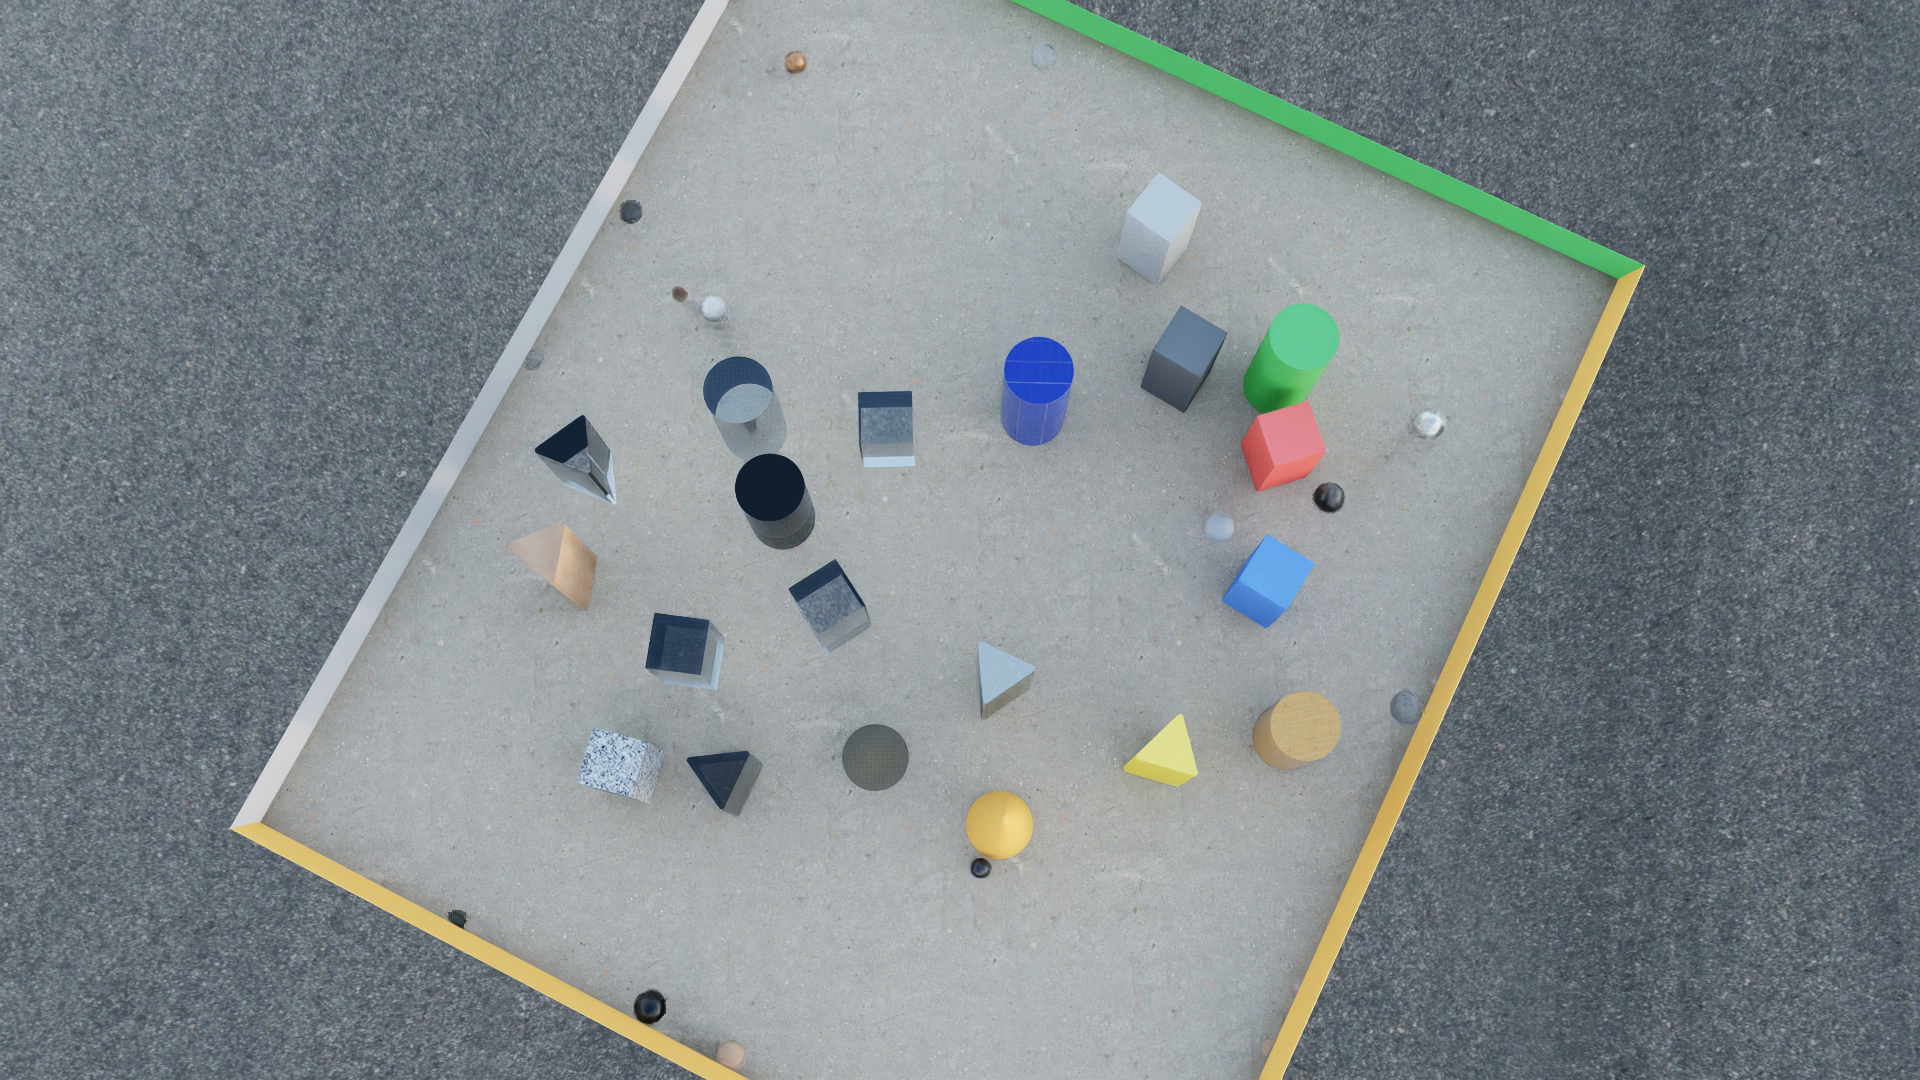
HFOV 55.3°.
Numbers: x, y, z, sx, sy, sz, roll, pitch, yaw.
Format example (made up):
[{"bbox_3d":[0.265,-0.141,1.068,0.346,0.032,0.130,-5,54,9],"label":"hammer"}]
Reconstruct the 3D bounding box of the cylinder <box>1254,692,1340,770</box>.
[{"bbox_3d":[0.978,0.558,5.339,0.200,0.317,0.200,0,78,0],"label":"cylinder"}]

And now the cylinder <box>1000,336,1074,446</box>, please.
[{"bbox_3d":[0.226,-0.437,5.466,0.200,0.472,0.200,0,78,0],"label":"cylinder"}]

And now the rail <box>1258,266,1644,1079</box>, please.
[{"bbox_3d":[1.329,0.657,5.413,0.045,0.130,3.432,26,80,5],"label":"rail"}]

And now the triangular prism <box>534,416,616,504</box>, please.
[{"bbox_3d":[-1.112,-0.251,5.462,0.173,0.405,0.150,22,79,4],"label":"triangular prism"}]

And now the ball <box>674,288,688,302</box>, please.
[{"bbox_3d":[-0.878,-0.771,5.753,0.045,0.045,0.045,0,78,0],"label":"ball"}]

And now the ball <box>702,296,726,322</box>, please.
[{"bbox_3d":[-0.769,-0.720,5.726,0.078,0.078,0.078,0,78,0],"label":"ball"}]

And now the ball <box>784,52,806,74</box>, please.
[{"bbox_3d":[-0.531,-1.537,5.901,0.067,0.067,0.067,0,78,0],"label":"ball"}]

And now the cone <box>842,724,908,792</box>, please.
[{"bbox_3d":[-0.253,0.620,5.334,0.200,0.303,0.200,0,78,0],"label":"cone"}]

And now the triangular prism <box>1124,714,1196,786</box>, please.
[{"bbox_3d":[0.592,0.596,5.277,0.173,0.424,0.150,16,79,3],"label":"triangular prism"}]

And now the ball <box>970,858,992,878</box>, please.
[{"bbox_3d":[0.062,0.964,5.386,0.061,0.061,0.061,0,78,0],"label":"ball"}]

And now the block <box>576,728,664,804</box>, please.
[{"bbox_3d":[-0.980,0.658,5.318,0.160,0.319,0.160,14,79,3],"label":"block"}]

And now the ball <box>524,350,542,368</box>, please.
[{"bbox_3d":[-1.329,-0.563,5.705,0.056,0.056,0.056,0,78,0],"label":"ball"}]

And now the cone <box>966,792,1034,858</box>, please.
[{"bbox_3d":[0.118,0.800,5.219,0.200,0.454,0.200,0,78,0],"label":"cone"}]

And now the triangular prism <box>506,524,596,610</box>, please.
[{"bbox_3d":[-1.159,0.057,5.366,0.173,0.468,0.150,38,81,7],"label":"triangular prism"}]

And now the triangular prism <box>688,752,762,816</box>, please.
[{"bbox_3d":[-0.651,0.673,5.288,0.150,0.370,0.173,-35,80,-7],"label":"triangular prism"}]

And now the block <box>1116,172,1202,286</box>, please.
[{"bbox_3d":[0.607,-0.949,5.623,0.160,0.373,0.160,37,81,7],"label":"block"}]

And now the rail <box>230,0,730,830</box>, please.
[{"bbox_3d":[-1.329,-0.644,5.683,0.045,0.130,3.432,26,80,5],"label":"rail"}]

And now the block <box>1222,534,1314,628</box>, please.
[{"bbox_3d":[0.906,0.126,5.413,0.160,0.348,0.160,32,80,6],"label":"block"}]

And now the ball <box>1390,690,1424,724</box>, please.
[{"bbox_3d":[1.333,0.498,5.463,0.100,0.100,0.100,0,78,0],"label":"ball"}]

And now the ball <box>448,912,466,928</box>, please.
[{"bbox_3d":[-1.473,1.115,5.360,0.051,0.051,0.051,0,78,0],"label":"ball"}]

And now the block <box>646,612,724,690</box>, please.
[{"bbox_3d":[-0.802,0.330,5.371,0.160,0.347,0.160,7,78,2],"label":"block"}]

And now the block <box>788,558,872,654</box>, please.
[{"bbox_3d":[-0.378,0.200,5.382,0.160,0.378,0.160,-32,80,-6],"label":"block"}]

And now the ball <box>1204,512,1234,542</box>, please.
[{"bbox_3d":[0.790,-0.041,5.579,0.090,0.090,0.090,0,78,0],"label":"ball"}]

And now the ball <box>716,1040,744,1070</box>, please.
[{"bbox_3d":[-0.660,1.479,5.269,0.081,0.081,0.081,0,78,0],"label":"ball"}]

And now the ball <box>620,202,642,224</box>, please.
[{"bbox_3d":[-1.040,-1.035,5.797,0.066,0.066,0.066,0,78,0],"label":"ball"}]

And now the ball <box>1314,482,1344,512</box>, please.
[{"bbox_3d":[1.128,-0.130,5.596,0.093,0.093,0.093,0,78,0],"label":"ball"}]

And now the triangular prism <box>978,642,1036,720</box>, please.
[{"bbox_3d":[0.097,0.388,5.316,0.173,0.431,0.150,-34,80,-7],"label":"triangular prism"}]

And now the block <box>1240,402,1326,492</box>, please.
[{"bbox_3d":[0.968,-0.278,5.510,0.160,0.322,0.160,-17,79,-3],"label":"block"}]

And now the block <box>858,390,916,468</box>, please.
[{"bbox_3d":[-0.220,-0.333,5.543,0.160,0.279,0.160,-1,78,0],"label":"block"}]

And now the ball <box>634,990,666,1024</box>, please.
[{"bbox_3d":[-0.894,1.348,5.290,0.093,0.093,0.093,0,78,0],"label":"ball"}]

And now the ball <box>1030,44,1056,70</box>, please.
[{"bbox_3d":[0.268,-1.554,5.895,0.085,0.085,0.085,0,78,0],"label":"ball"}]

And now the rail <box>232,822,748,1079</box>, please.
[{"bbox_3d":[-0.757,1.489,5.241,3.018,0.130,0.045,26,80,5],"label":"rail"}]

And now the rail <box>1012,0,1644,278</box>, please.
[{"bbox_3d":[0.757,-1.475,5.855,3.018,0.130,0.045,26,80,5],"label":"rail"}]

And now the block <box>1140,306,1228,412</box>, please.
[{"bbox_3d":[0.672,-0.541,5.532,0.160,0.385,0.160,32,80,6],"label":"block"}]

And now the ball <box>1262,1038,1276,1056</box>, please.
[{"bbox_3d":[0.893,1.462,5.289,0.048,0.048,0.048,0,78,0],"label":"ball"}]

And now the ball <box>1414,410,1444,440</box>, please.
[{"bbox_3d":[1.444,-0.353,5.644,0.091,0.091,0.091,0,78,0],"label":"ball"}]

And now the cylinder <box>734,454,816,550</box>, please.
[{"bbox_3d":[-0.543,-0.109,5.431,0.200,0.408,0.200,0,78,0],"label":"cylinder"}]

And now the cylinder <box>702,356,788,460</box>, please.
[{"bbox_3d":[-0.636,-0.385,5.467,0.200,0.450,0.200,0,78,0],"label":"cylinder"}]

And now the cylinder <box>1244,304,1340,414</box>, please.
[{"bbox_3d":[0.984,-0.532,5.477,0.200,0.490,0.200,0,78,0],"label":"cylinder"}]
